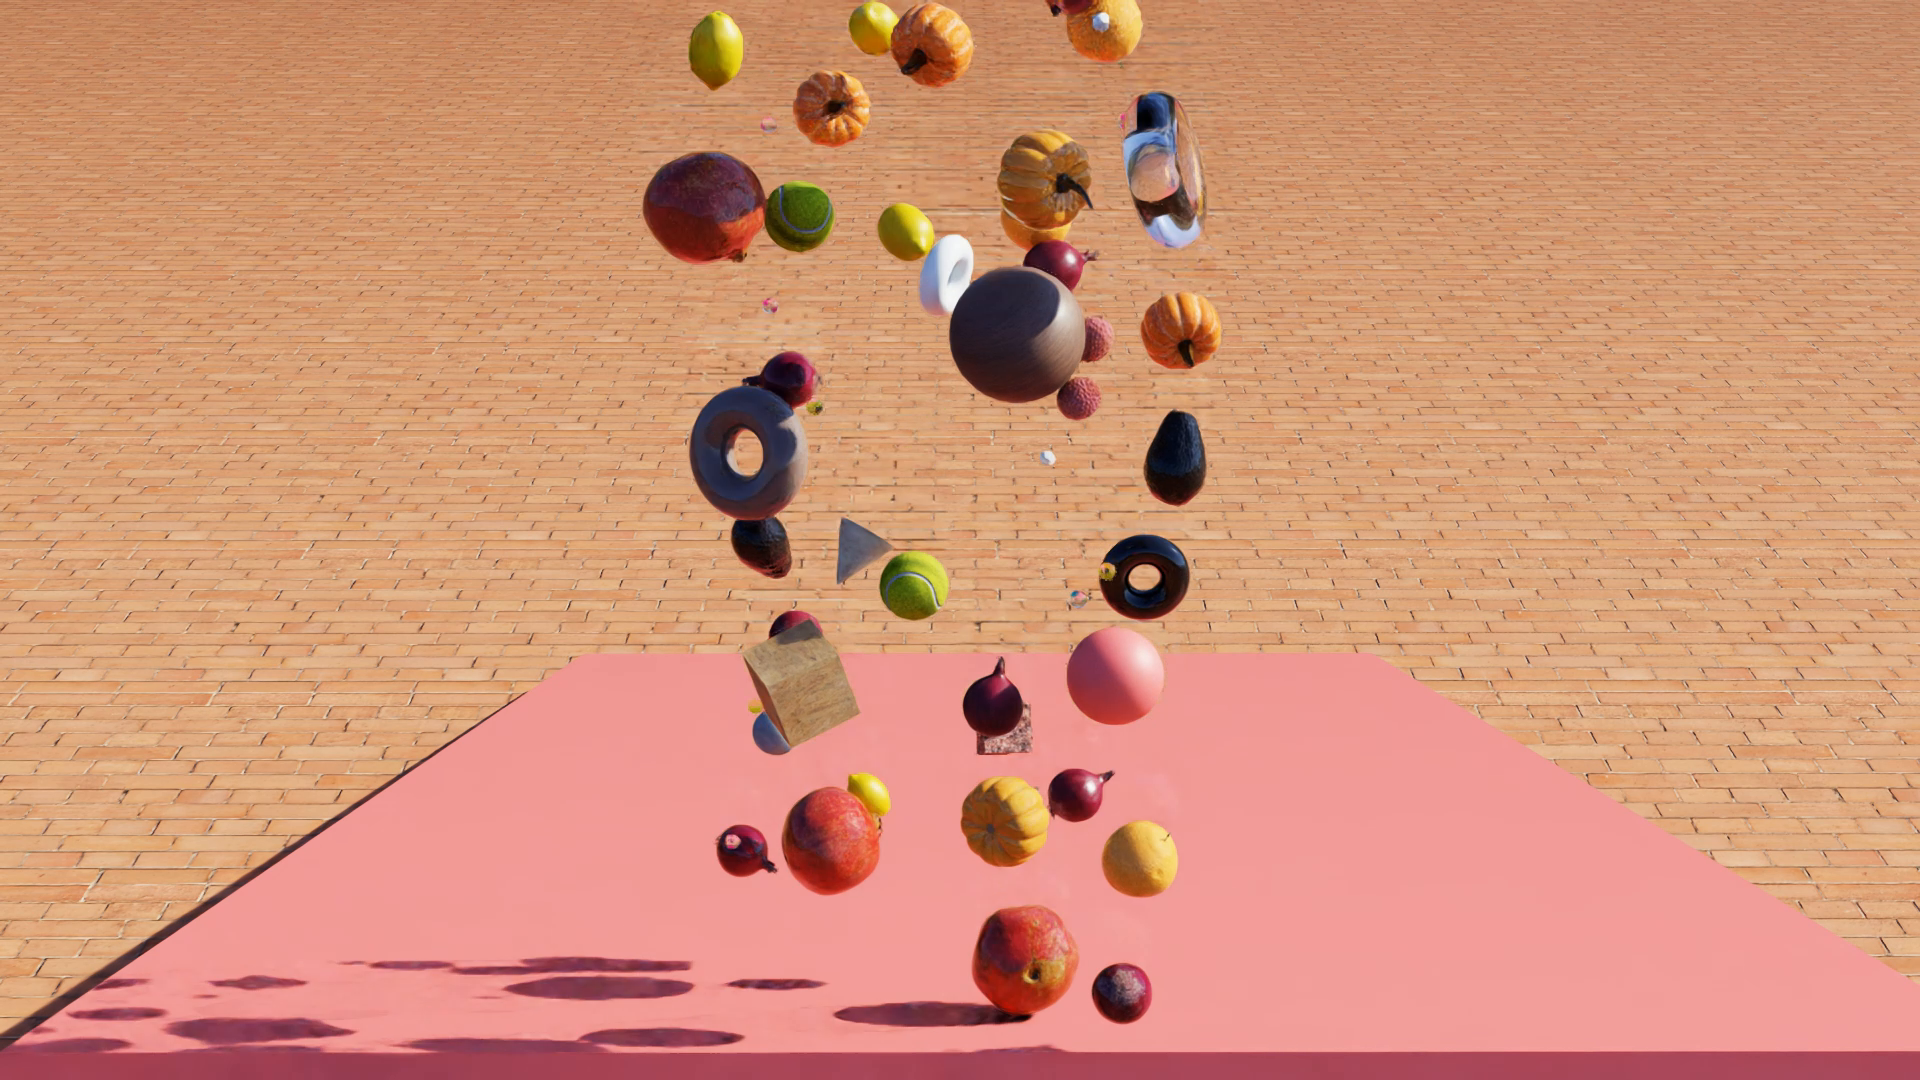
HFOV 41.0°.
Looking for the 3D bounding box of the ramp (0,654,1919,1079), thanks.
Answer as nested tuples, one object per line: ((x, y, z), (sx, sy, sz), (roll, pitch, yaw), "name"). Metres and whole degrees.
((0.049, 0.446, 4.532), (2.000, 0.100, 4.000), (0, 3, 0), "ramp")

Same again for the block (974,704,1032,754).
((0.049, 0.212, 2.883), (0.054, 0.054, 0.054), (-1, -6, -10), "block")

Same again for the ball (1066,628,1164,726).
((0.150, 0.132, 2.487), (0.095, 0.095, 0.095), (0, 21, 0), "ball")

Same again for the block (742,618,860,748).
((-0.159, 0.143, 2.573), (0.078, 0.078, 0.078), (-26, 33, -12), "block")

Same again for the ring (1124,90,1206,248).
((0.185, -0.334, 2.319), (0.048, 0.144, 0.144), (-10, 18, 19), "ring")

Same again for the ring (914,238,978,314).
((-0.013, -0.254, 2.463), (0.027, 0.081, 0.081), (33, 34, 20), "ring")

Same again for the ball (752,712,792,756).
((-0.207, 0.215, 2.890), (0.054, 0.054, 0.054), (0, 21, 0), "ball")

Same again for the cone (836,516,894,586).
((-0.111, 0.020, 2.623), (0.064, 0.064, 0.064), (30, -5, 3), "cone")

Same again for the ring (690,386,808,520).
((-0.220, -0.090, 2.665), (0.141, 0.141, 0.047), (13, 11, 29), "ring")
